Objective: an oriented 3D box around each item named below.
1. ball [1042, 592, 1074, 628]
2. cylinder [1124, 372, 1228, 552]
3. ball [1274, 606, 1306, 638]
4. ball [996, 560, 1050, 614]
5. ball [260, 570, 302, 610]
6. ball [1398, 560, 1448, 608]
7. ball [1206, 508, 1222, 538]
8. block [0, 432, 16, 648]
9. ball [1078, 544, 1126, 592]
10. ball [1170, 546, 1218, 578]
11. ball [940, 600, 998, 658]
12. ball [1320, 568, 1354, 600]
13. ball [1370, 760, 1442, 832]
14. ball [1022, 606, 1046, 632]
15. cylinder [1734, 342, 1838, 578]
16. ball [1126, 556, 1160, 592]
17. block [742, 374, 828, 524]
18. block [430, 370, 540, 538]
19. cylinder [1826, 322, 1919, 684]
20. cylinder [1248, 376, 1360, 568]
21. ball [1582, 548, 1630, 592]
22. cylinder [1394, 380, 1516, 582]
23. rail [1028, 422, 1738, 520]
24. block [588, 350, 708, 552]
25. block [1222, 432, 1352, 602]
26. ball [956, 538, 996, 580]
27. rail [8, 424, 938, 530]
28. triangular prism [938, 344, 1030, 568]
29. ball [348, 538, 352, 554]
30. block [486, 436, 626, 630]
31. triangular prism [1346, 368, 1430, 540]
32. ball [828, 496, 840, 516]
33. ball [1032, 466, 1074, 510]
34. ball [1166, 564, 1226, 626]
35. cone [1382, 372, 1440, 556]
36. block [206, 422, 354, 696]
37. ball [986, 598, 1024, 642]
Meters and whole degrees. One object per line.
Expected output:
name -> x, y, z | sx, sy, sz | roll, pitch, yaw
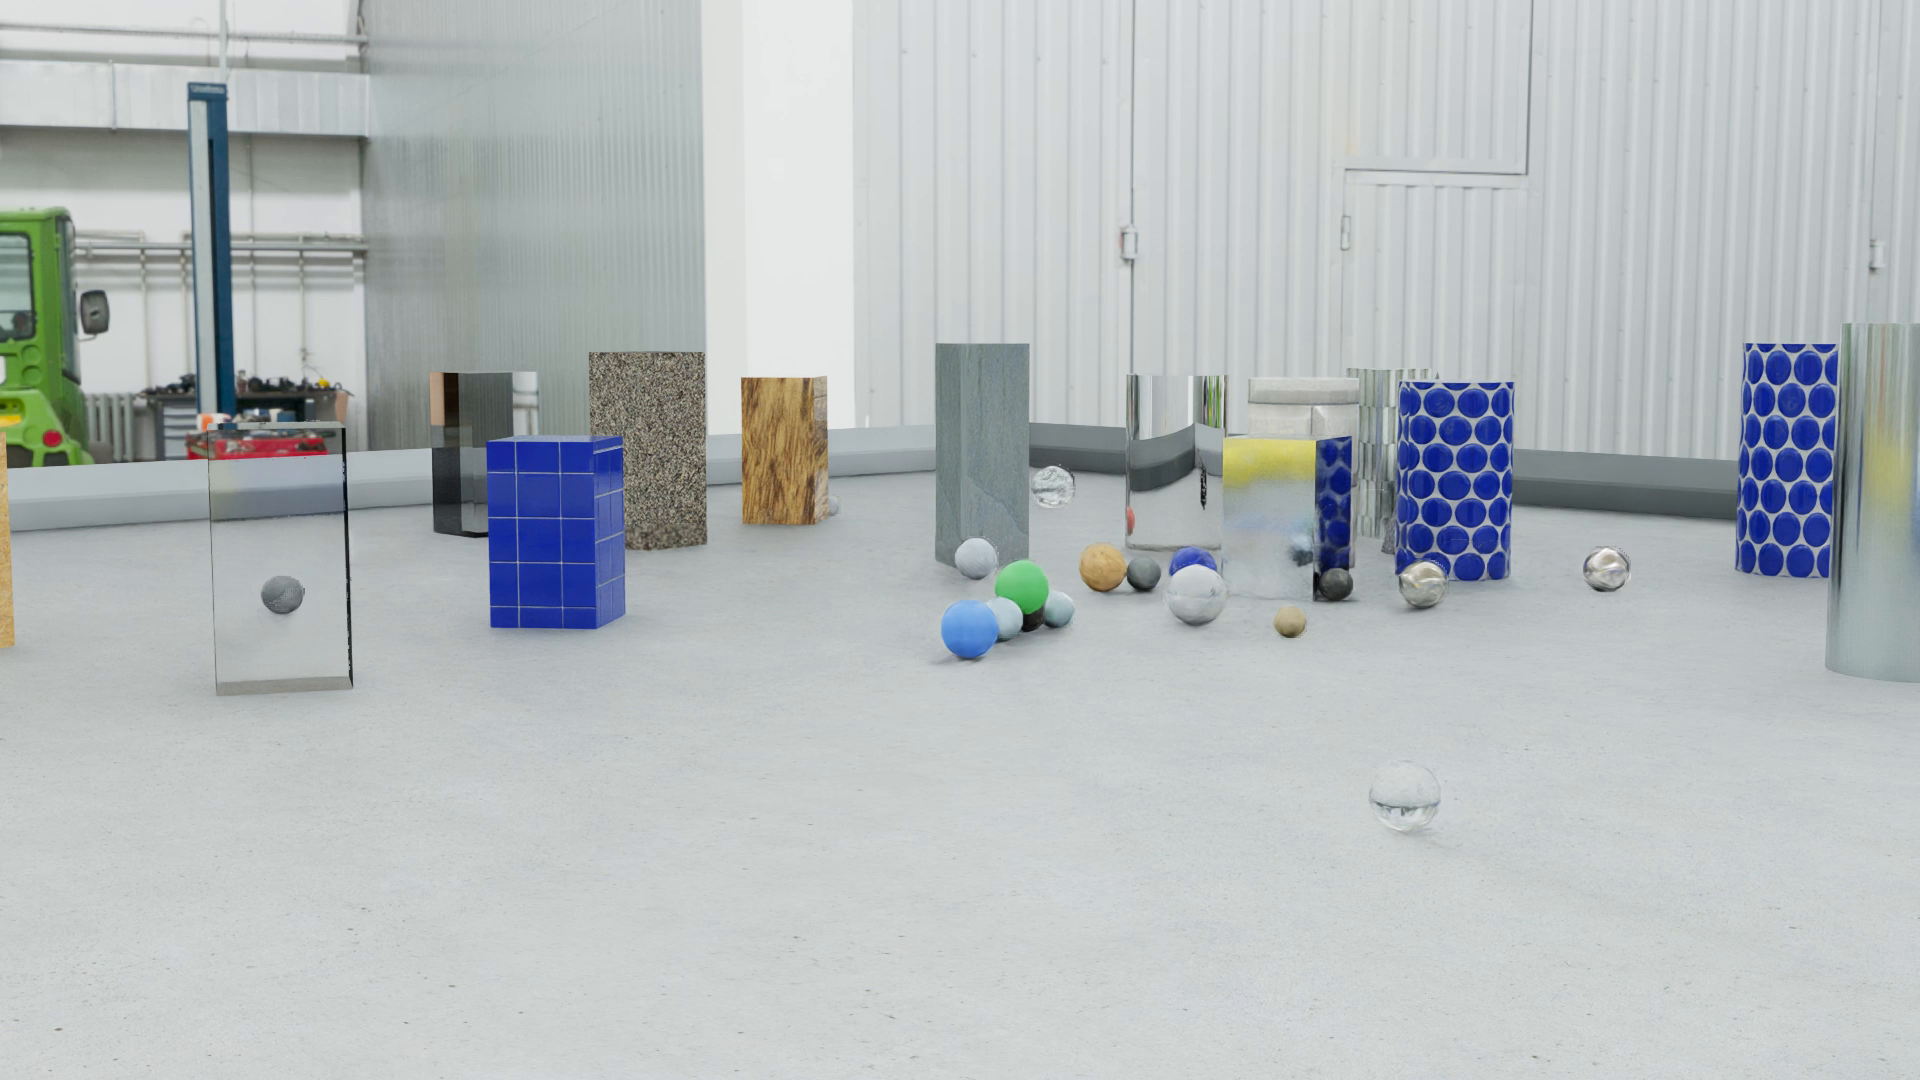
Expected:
ball -> 0.133, 0.097, 3.067 | 0.052, 0.052, 0.052 | 0, 6, 0
cylinder -> 0.404, -0.148, 4.099 | 0.190, 0.322, 0.190 | 0, 6, 0
ball -> 0.446, 0.111, 2.974 | 0.044, 0.044, 0.044 | 0, 6, 0
ball -> 0.085, 0.065, 2.983 | 0.074, 0.074, 0.074 | 0, 6, 0
ball -> -1.004, 0.074, 3.255 | 0.059, 0.059, 0.059 | 0, 6, 0
ball -> 0.688, 0.066, 3.269 | 0.072, 0.072, 0.072 | 0, 6, 0
ball -> 0.508, -0.033, 4.269 | 0.059, 0.059, 0.059 | 0, 6, 0
block -> -1.343, 0.004, 2.842 | 0.152, 0.283, 0.152 | 1, 6, 13
ball -> 0.224, 0.044, 3.457 | 0.075, 0.075, 0.075 | 0, 6, 0
ball -> 0.364, 0.047, 3.432 | 0.074, 0.074, 0.074 | 0, 6, 0
ball -> 0.012, 0.113, 2.808 | 0.074, 0.074, 0.074 | 0, 6, 0
ball -> 0.574, 0.067, 3.352 | 0.051, 0.051, 0.051 | 0, 6, 0
ball -> 0.380, 0.218, 1.876 | 0.060, 0.060, 0.060 | 0, 6, 0
ball -> 0.092, 0.100, 3.035 | 0.053, 0.053, 0.053 | 0, 6, 0
cylinder -> 1.417, -0.139, 3.716 | 0.190, 0.386, 0.190 | 0, 6, 0
ball -> 0.289, 0.053, 3.470 | 0.055, 0.055, 0.055 | 0, 6, 0
block -> -0.365, -0.191, 4.602 | 0.152, 0.303, 0.152 | 1, 6, 7
block -> -0.940, -0.173, 4.357 | 0.152, 0.319, 0.152 | -6, 8, -44
cylinder -> 1.167, -0.051, 2.687 | 0.190, 0.426, 0.190 | 0, 6, 0
cylinder -> 0.592, -0.117, 3.807 | 0.190, 0.323, 0.190 | 0, 6, 0
ball -> 1.013, 0.047, 3.449 | 0.071, 0.071, 0.071 | 0, 6, 0
cylinder -> 0.826, -0.104, 3.675 | 0.190, 0.324, 0.190 | 0, 6, 0
rail -> 1.515, -0.115, 4.722 | 0.045, 0.123, 4.156 | -6, 8, -42
block -> -0.585, -0.171, 4.128 | 0.152, 0.362, 0.152 | 5, 8, 40
block -> 0.511, -0.039, 3.439 | 0.152, 0.245, 0.152 | 4, 7, 31
ball -> 0.026, 0.031, 3.615 | 0.069, 0.069, 0.069 | 0, 6, 0
rail -> -1.393, -0.126, 4.834 | 4.170, 0.123, 0.045 | -6, 8, -42
triangular prism -> 0.012, -0.150, 3.827 | 0.143, 0.383, 0.165 | 6, 8, 44
ball -> -1.087, 0.013, 3.813 | 0.063, 0.063, 0.063 | 0, 6, 0
block -> -0.572, -0.014, 3.129 | 0.152, 0.260, 0.152 | 1, 6, 7
triangular prism -> 0.817, -0.175, 4.337 | 0.165, 0.326, 0.143 | -6, 8, -43
ball -> -0.280, -0.073, 4.716 | 0.044, 0.044, 0.044 | 0, 6, 0
ball -> 0.206, -0.116, 4.880 | 0.095, 0.095, 0.095 | 0, 6, 0
ball -> 0.332, 0.078, 3.090 | 0.086, 0.086, 0.086 | 0, 6, 0
cone -> 0.867, -0.143, 4.008 | 0.190, 0.332, 0.190 | 0, 6, 0
block -> -0.807, 0.017, 2.609 | 0.152, 0.307, 0.152 | -2, 6, -18
ball -> 0.055, 0.106, 2.940 | 0.060, 0.060, 0.060 | 0, 6, 0
